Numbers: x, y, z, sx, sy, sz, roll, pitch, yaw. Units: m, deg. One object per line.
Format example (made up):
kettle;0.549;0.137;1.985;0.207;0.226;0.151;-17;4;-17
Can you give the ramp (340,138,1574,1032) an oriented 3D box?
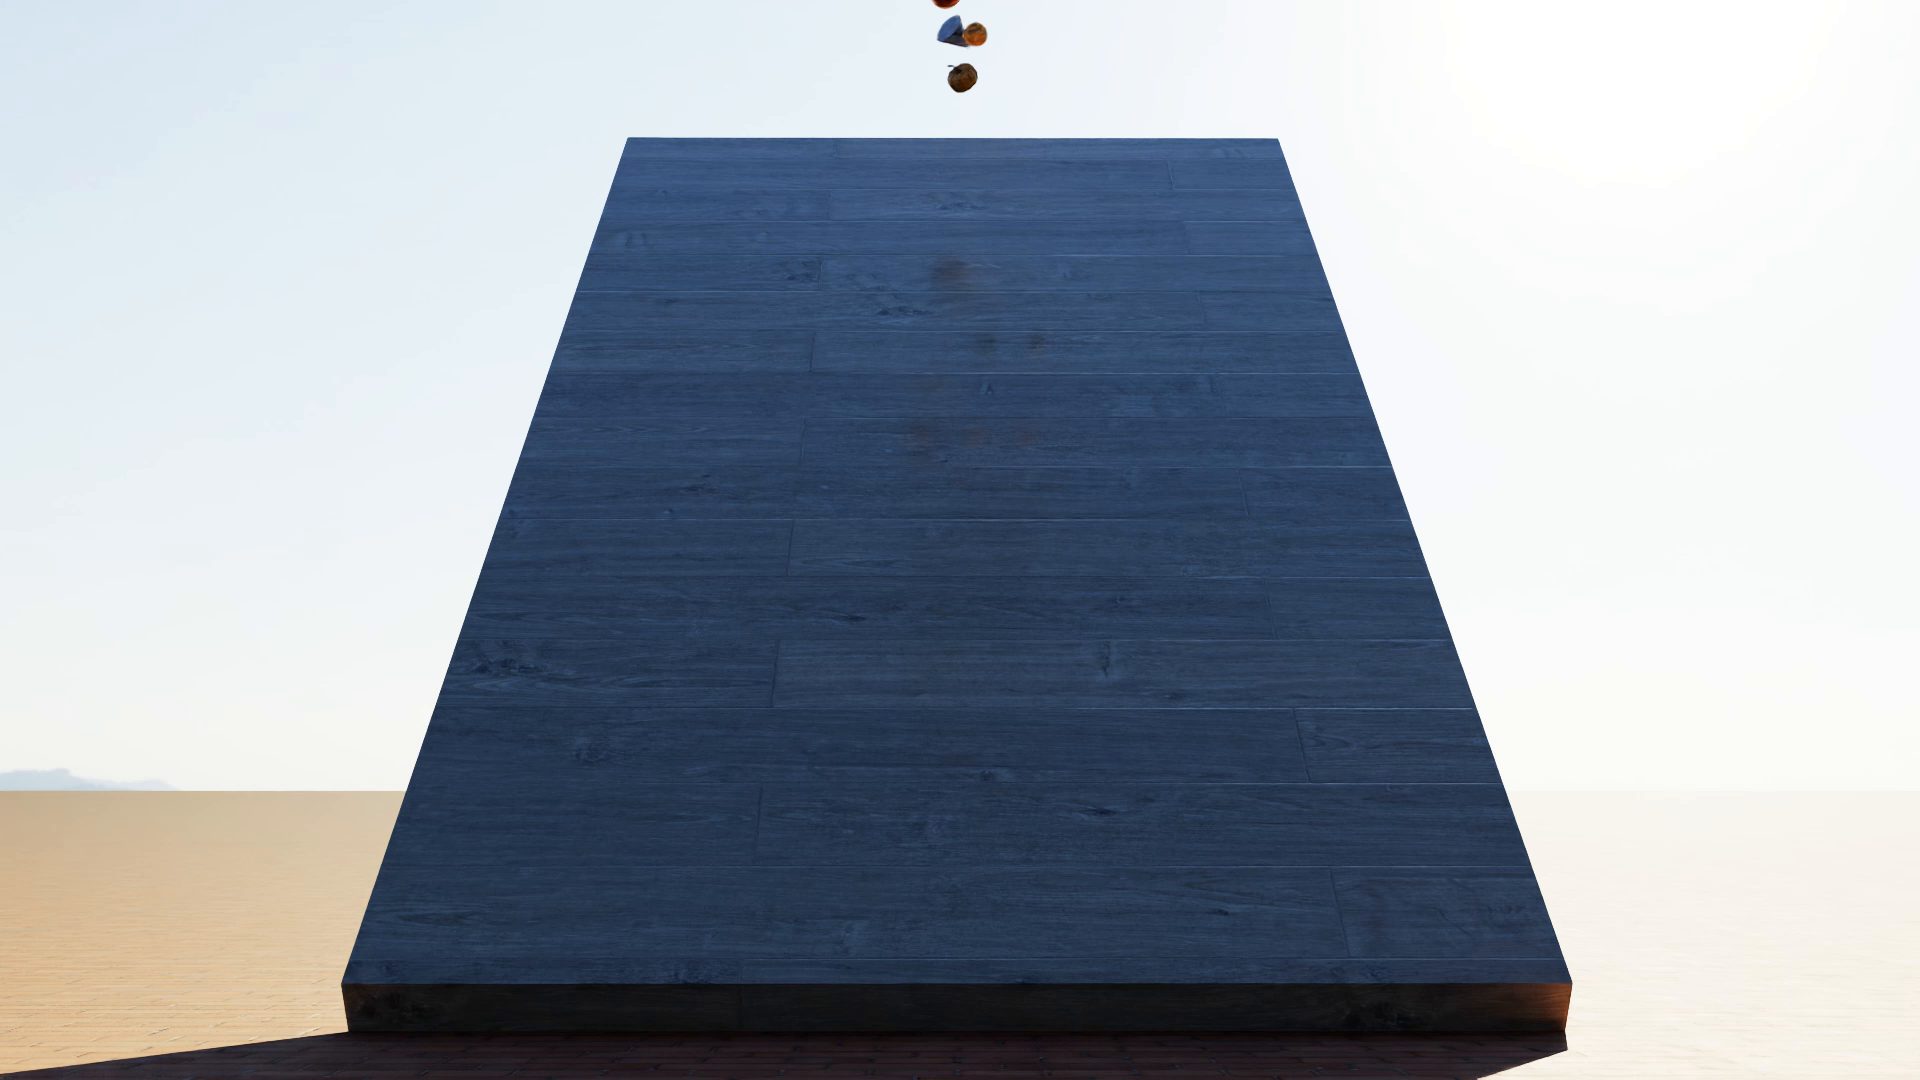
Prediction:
ramp;-0.012;-0.215;5.672;2.000;0.100;4.000;0;29;0

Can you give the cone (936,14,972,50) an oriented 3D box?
cone;0.000;-1.473;7.067;0.100;0.100;0.100;38;-28;-32
